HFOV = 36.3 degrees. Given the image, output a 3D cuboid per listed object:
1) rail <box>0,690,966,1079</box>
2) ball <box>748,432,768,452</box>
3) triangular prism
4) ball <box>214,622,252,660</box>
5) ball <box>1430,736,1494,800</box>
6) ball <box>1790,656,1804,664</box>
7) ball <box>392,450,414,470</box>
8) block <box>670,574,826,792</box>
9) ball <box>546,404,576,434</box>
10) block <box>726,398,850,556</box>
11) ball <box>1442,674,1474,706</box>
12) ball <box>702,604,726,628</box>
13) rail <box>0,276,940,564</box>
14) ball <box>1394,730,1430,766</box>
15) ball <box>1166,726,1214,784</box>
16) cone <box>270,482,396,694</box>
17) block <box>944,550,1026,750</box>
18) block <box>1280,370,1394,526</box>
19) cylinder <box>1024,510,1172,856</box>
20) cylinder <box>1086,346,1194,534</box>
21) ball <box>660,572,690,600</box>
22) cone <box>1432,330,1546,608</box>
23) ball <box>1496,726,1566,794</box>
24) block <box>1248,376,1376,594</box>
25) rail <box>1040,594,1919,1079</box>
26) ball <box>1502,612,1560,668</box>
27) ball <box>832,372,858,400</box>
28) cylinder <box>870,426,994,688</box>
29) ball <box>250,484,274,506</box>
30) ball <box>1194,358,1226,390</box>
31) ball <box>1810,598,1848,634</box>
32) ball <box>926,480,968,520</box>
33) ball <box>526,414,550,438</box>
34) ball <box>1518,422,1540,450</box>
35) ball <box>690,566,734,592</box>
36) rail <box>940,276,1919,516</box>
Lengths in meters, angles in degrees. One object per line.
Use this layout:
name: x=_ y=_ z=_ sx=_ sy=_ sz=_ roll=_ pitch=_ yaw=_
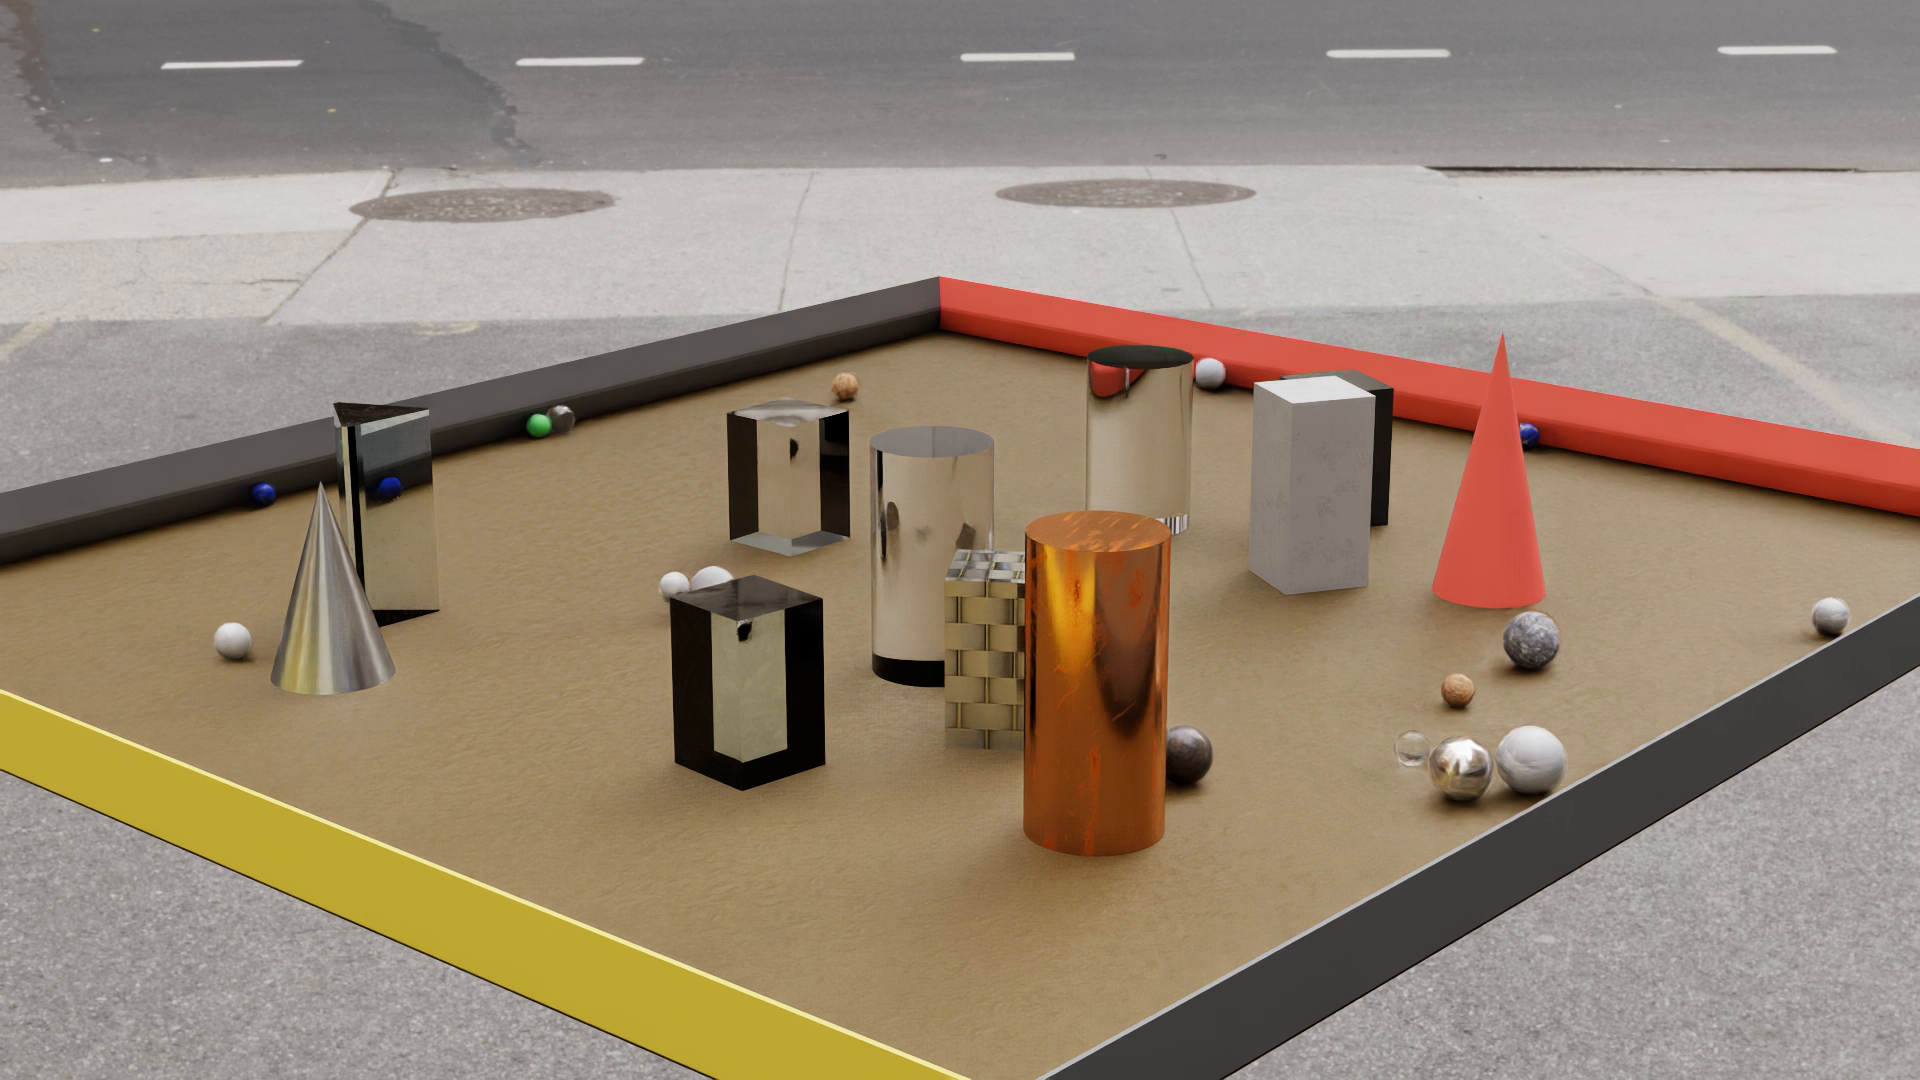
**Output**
rail: x=-1.014 y=0.369 z=4.002 sx=2.860 sy=0.129 sz=0.045 roll=14 pitch=22 yaw=39
ball: x=-0.417 y=-0.204 z=6.060 sx=0.041 sy=0.041 sz=0.041 roll=0 pitch=17 yaw=0
triangular prism: x=-1.009 y=-0.048 z=4.992 sx=0.149 sy=0.358 sz=0.172 roll=16 pitch=23 yaw=42
ball: x=-1.192 y=0.165 z=4.802 sx=0.060 sy=0.060 sz=0.060 roll=0 pitch=17 yaw=0
ball: x=0.720 y=0.327 z=4.209 sx=0.092 sy=0.092 sz=0.092 roll=0 pitch=17 yaw=0
ball: x=1.335 y=0.217 z=4.614 sx=0.070 sy=0.070 sz=0.070 roll=0 pitch=17 yaw=0
ball: x=-1.124 y=-0.160 z=5.913 sx=0.042 sy=0.042 sz=0.042 roll=0 pitch=17 yaw=0
block: x=-0.312 y=0.208 z=4.315 sx=0.159 sy=0.259 sz=0.159 roll=-15 pitch=22 yaw=-41
ball: x=-0.844 y=-0.256 z=6.195 sx=0.062 sy=0.062 sz=0.062 roll=0 pitch=17 yaw=0
block: x=-0.316 y=-0.119 z=5.424 sx=0.159 sy=0.244 sz=0.159 roll=14 pitch=22 yaw=38
ball: x=0.779 y=0.235 z=4.584 sx=0.052 sy=0.052 sz=0.052 roll=0 pitch=17 yaw=0
ball: x=-0.416 y=0.130 z=4.952 sx=0.041 sy=0.041 sz=0.041 roll=0 pitch=17 yaw=0
rail: x=-1.062 y=-0.234 z=6.003 sx=0.045 sy=0.129 sz=3.139 roll=14 pitch=22 yaw=39
ball: x=0.669 y=0.308 z=4.339 sx=0.053 sy=0.053 sz=0.053 roll=0 pitch=17 yaw=0
ball: x=0.326 y=0.313 z=4.267 sx=0.086 sy=0.086 sz=0.086 roll=0 pitch=17 yaw=0
cone: x=-1.013 y=0.061 z=4.689 sx=0.198 sy=0.325 sz=0.198 roll=0 pitch=17 yaw=0
block: x=0.065 y=0.166 z=4.446 sx=0.159 sy=0.264 sz=0.159 roll=2 pitch=17 yaw=6
block: x=0.709 y=-0.170 z=5.557 sx=0.159 sy=0.266 sz=0.159 roll=-6 pitch=18 yaw=-19
cylinder: x=0.188 y=0.196 z=4.047 sx=0.198 sy=0.436 sz=0.198 roll=0 pitch=17 yaw=0
cylinder: x=0.337 y=-0.187 z=5.514 sx=0.198 sy=0.323 sz=0.198 roll=0 pitch=17 yaw=0
ball: x=-0.496 y=0.081 z=5.093 sx=0.053 sy=0.053 sz=0.053 roll=0 pitch=17 yaw=0
cone: x=0.930 y=-0.134 z=5.090 sx=0.198 sy=0.467 sz=0.198 roll=0 pitch=17 yaw=0
ball: x=0.823 y=0.317 z=4.229 sx=0.099 sy=0.099 sz=0.099 roll=0 pitch=17 yaw=0
block: x=0.620 y=-0.098 z=5.181 sx=0.159 sy=0.346 sz=0.159 roll=-6 pitch=18 yaw=-18
rail: x=1.062 y=0.298 z=4.237 sx=0.045 sy=0.129 sz=3.139 roll=14 pitch=22 yaw=39
ball: x=0.927 y=0.162 z=4.757 sx=0.092 sy=0.092 sz=0.092 roll=0 pitch=17 yaw=0
ball: x=-0.255 y=-0.341 z=6.483 sx=0.058 sy=0.058 sz=0.058 roll=0 pitch=17 yaw=0
cylinder: x=-0.045 y=0.025 z=4.714 sx=0.198 sy=0.379 sz=0.198 roll=0 pitch=17 yaw=0
ball: x=-1.348 y=-0.088 z=5.667 sx=0.045 sy=0.045 sz=0.045 roll=0 pitch=17 yaw=0
ball: x=0.560 y=-0.371 z=6.563 sx=0.071 sy=0.071 sz=0.071 roll=0 pitch=17 yaw=0
ball: x=1.460 y=0.128 z=4.922 sx=0.061 sy=0.061 sz=0.061 roll=0 pitch=17 yaw=0
ball: x=-0.024 y=-0.077 z=5.575 sx=0.078 sy=0.078 sz=0.078 roll=0 pitch=17 yaw=0
ball: x=-0.888 y=-0.240 z=6.163 sx=0.050 sy=0.050 sz=0.050 roll=0 pitch=17 yaw=0
ball: x=1.174 y=-0.215 z=6.075 sx=0.054 sy=0.054 sz=0.054 roll=0 pitch=17 yaw=0
ball: x=-0.425 y=0.085 z=5.038 sx=0.078 sy=0.078 sz=0.078 roll=0 pitch=17 yaw=0
rail: x=1.014 y=-0.304 z=6.237 sx=2.860 sy=0.129 sz=0.045 roll=14 pitch=22 yaw=39
